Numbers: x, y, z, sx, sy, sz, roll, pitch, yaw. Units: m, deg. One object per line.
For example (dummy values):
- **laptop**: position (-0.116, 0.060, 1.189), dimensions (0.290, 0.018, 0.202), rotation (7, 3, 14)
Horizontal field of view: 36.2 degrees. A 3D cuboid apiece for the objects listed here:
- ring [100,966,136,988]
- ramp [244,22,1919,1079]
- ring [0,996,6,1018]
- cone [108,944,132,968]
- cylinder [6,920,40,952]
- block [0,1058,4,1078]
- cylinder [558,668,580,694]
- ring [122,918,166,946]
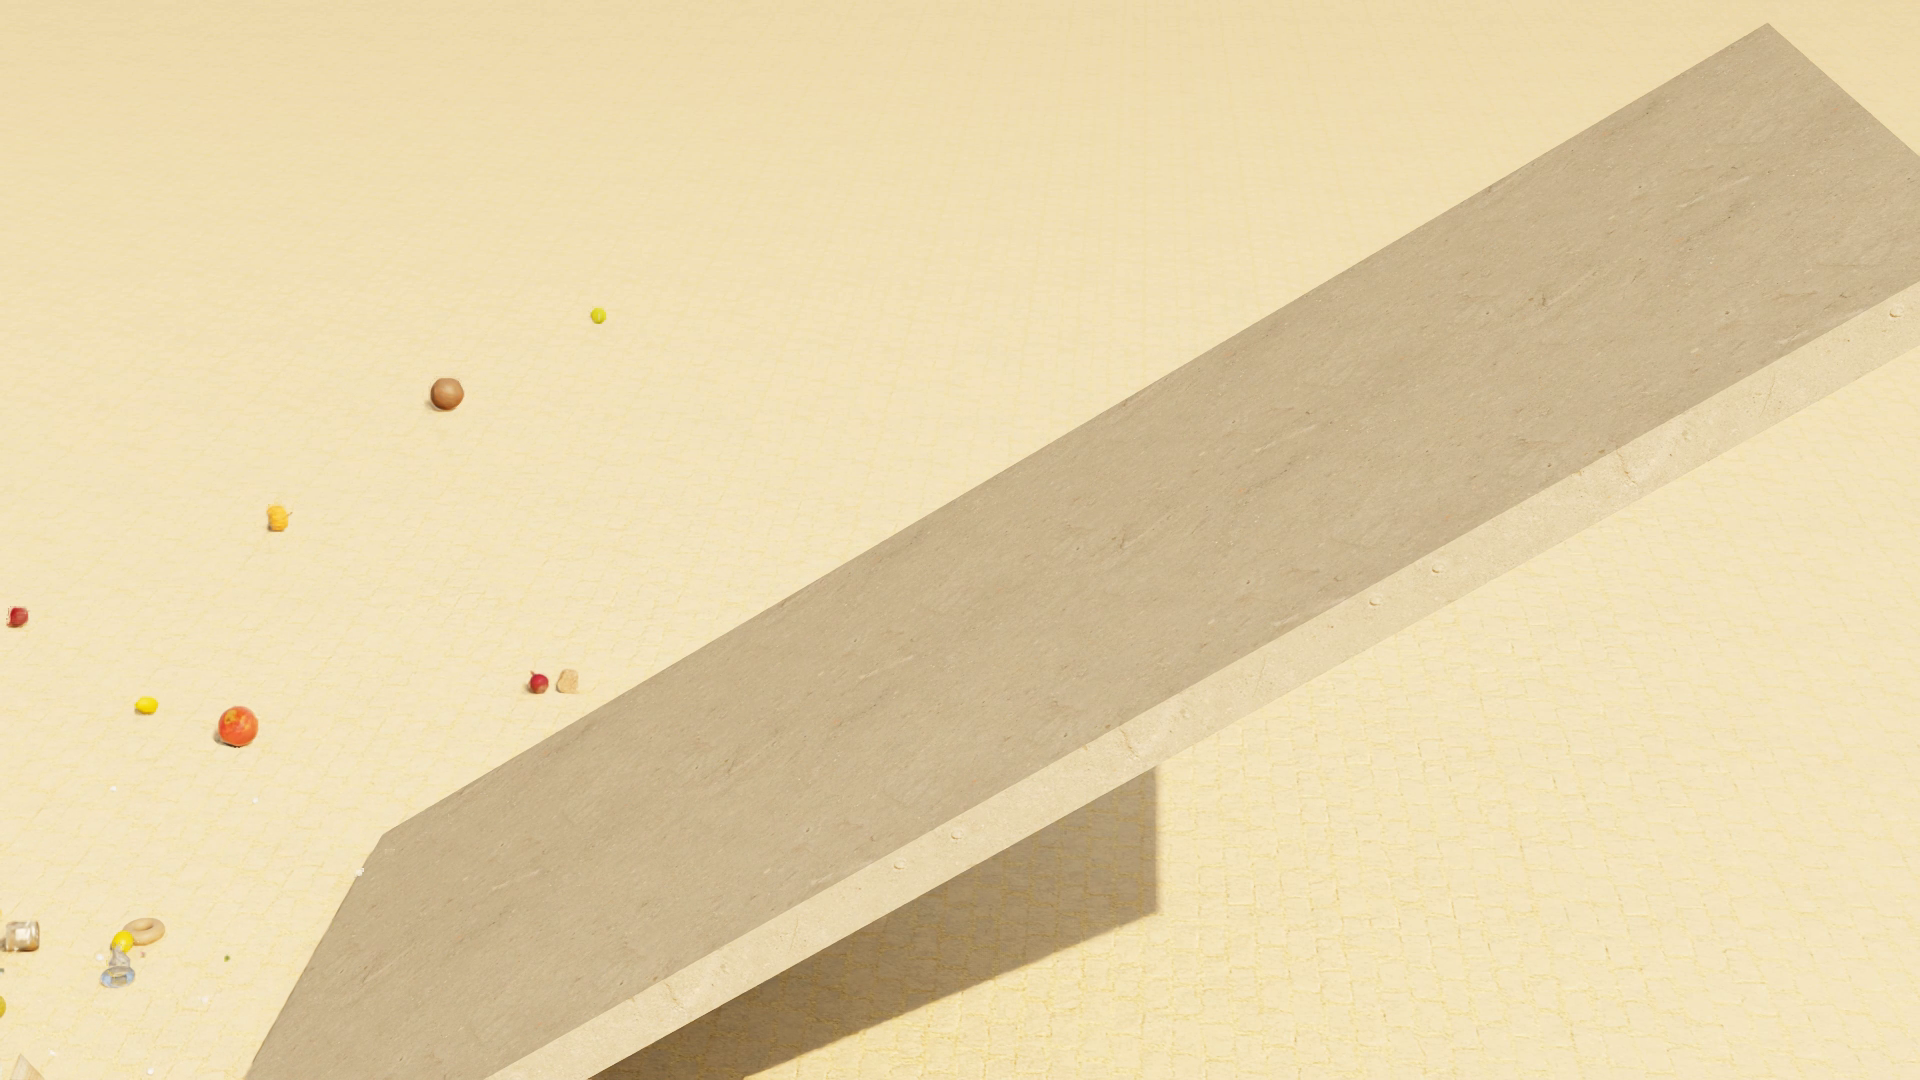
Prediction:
- **ring**: position (-2.032, 1.054, 7.099), dimensions (0.083, 0.028, 0.083), rotation (1, 20, -1)
- **ramp**: position (0.140, 0.170, 6.292), dimensions (4.000, 0.100, 2.000), rotation (-30, 15, 13)
- **ring**: position (-2.315, 1.106, 6.934), dimensions (0.128, 0.043, 0.128), rotation (1, 20, 0)
- **cone**: position (-2.054, 1.010, 7.177), dimensions (0.055, 0.055, 0.055), rotation (-2, 20, 1)
- **cylinder**: position (-2.309, 0.977, 7.248), dimensions (0.070, 0.070, 0.070), rotation (-5, 20, -8)
- **block**: position (-2.231, 1.178, 6.674), dimensions (0.084, 0.084, 0.084), rotation (-13, 24, -33)
- **cylinder**: position (-1.170, 0.422, 8.798), dimensions (0.059, 0.059, 0.059), rotation (-1, 20, -3)
- **ring**: position (-2.030, 0.973, 7.312), dimensions (0.106, 0.035, 0.106), rotation (-1, 21, 0)
